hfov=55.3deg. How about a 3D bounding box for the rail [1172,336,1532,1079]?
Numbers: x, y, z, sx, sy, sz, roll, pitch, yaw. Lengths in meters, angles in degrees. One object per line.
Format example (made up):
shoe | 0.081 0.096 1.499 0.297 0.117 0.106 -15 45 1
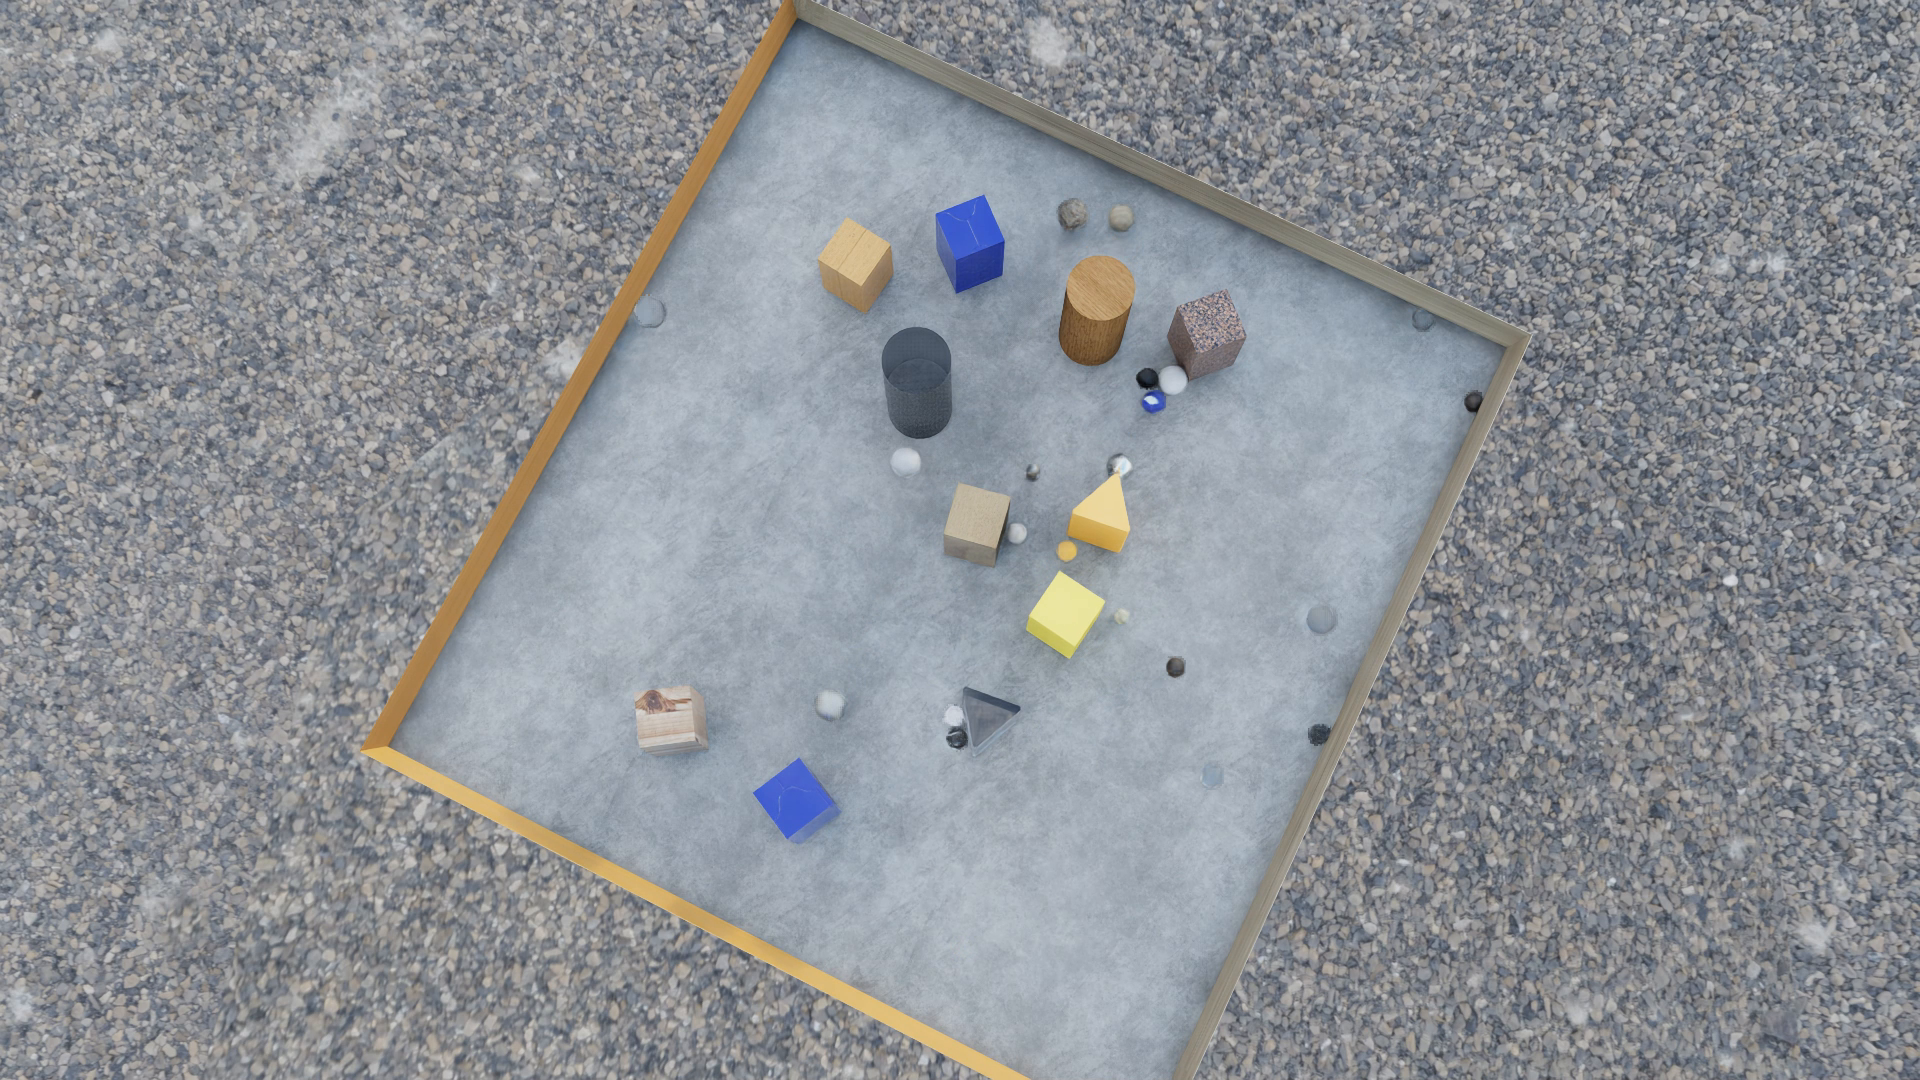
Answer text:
rail | 1.129 0.560 5.434 0.045 0.130 2.711 26 80 5

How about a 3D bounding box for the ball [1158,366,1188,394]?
ball | 0.658 -0.496 5.673 0.090 0.090 0.090 0 78 0

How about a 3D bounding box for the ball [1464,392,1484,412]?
ball | 1.593 -0.425 5.674 0.061 0.061 0.061 0 78 0

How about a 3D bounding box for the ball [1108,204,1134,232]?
ball | 0.509 -1.016 5.785 0.083 0.083 0.083 0 78 0

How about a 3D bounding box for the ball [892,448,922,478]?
ball | -0.165 -0.237 5.618 0.093 0.093 0.093 0 78 0

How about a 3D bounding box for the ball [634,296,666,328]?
ball | -0.965 -0.708 5.712 0.100 0.100 0.100 0 78 0

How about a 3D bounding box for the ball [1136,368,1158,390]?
ball | 0.581 -0.501 5.687 0.066 0.066 0.066 0 78 0

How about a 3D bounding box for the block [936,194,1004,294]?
block | 0.030 -0.909 5.651 0.160 0.302 0.160 -22 79 -5

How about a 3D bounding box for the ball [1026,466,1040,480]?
ball | 0.223 -0.208 5.637 0.045 0.045 0.045 0 78 0

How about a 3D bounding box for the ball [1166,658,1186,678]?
ball | 0.648 0.384 5.508 0.058 0.058 0.058 0 78 0

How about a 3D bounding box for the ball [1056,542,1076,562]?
ball | 0.325 0.034 5.579 0.060 0.060 0.060 0 78 0

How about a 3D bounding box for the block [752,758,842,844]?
block | -0.462 0.754 5.259 0.160 0.395 0.160 -37 81 -7

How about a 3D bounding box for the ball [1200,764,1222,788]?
ball | 0.746 0.700 5.437 0.068 0.068 0.068 0 78 0

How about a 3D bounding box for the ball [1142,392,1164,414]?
ball | 0.598 -0.426 5.669 0.069 0.069 0.069 0 78 0

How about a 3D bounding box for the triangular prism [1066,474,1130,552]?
triangular prism | 0.433 -0.091 5.475 0.173 0.315 0.150 19 79 4

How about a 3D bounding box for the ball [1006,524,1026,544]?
ball | 0.172 -0.020 5.589 0.063 0.063 0.063 0 78 0

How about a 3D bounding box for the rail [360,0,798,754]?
rail | -1.129 -0.546 5.662 0.045 0.130 2.711 26 80 5

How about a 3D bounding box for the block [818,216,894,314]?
block | -0.320 -0.845 5.659 0.160 0.260 0.160 33 80 6

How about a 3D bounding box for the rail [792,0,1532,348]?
rail | 0.596 -1.159 5.789 2.572 0.130 0.045 26 80 5

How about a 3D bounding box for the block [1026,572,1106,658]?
block | 0.311 0.225 5.435 0.160 0.265 0.160 34 80 7

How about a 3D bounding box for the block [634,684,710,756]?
block | -0.840 0.531 5.356 0.160 0.294 0.160 -7 78 -2

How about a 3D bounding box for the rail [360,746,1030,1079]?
rail | -0.596 1.173 5.307 2.572 0.130 0.045 26 80 5

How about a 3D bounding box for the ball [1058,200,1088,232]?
ball | 0.356 -1.023 5.780 0.095 0.095 0.095 0 78 0

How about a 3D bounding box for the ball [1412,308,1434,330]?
ball | 1.445 -0.688 5.724 0.069 0.069 0.069 0 78 0

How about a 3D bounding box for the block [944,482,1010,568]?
block | 0.050 -0.041 5.471 0.160 0.302 0.160 16 79 3

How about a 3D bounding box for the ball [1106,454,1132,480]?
ball | 0.489 -0.223 5.621 0.082 0.082 0.082 0 78 0

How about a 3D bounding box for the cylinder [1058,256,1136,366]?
cylinder | 0.409 -0.686 5.532 0.199 0.444 0.199 0 78 0

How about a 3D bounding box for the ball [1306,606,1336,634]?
ball | 1.088 0.240 5.522 0.087 0.087 0.087 0 78 0

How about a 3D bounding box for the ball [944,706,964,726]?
ball | -0.017 0.528 5.476 0.061 0.061 0.061 0 78 0

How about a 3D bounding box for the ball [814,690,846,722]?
ball | -0.388 0.493 5.466 0.095 0.095 0.095 0 78 0

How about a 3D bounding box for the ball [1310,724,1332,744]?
ball | 1.077 0.578 5.464 0.064 0.064 0.064 0 78 0

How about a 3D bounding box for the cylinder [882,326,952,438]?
cylinder | -0.124 -0.461 5.459 0.199 0.496 0.199 0 78 0

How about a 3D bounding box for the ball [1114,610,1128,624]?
ball | 0.489 0.234 5.546 0.043 0.043 0.043 0 78 0

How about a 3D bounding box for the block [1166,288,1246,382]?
block | 0.751 -0.622 5.597 0.160 0.290 0.160 -20 79 -4

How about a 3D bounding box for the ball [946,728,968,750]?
ball | -0.007 0.591 5.462 0.064 0.064 0.064 0 78 0

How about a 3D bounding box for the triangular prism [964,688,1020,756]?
triangular prism | 0.059 0.506 5.355 0.173 0.307 0.150 -39 81 -7
